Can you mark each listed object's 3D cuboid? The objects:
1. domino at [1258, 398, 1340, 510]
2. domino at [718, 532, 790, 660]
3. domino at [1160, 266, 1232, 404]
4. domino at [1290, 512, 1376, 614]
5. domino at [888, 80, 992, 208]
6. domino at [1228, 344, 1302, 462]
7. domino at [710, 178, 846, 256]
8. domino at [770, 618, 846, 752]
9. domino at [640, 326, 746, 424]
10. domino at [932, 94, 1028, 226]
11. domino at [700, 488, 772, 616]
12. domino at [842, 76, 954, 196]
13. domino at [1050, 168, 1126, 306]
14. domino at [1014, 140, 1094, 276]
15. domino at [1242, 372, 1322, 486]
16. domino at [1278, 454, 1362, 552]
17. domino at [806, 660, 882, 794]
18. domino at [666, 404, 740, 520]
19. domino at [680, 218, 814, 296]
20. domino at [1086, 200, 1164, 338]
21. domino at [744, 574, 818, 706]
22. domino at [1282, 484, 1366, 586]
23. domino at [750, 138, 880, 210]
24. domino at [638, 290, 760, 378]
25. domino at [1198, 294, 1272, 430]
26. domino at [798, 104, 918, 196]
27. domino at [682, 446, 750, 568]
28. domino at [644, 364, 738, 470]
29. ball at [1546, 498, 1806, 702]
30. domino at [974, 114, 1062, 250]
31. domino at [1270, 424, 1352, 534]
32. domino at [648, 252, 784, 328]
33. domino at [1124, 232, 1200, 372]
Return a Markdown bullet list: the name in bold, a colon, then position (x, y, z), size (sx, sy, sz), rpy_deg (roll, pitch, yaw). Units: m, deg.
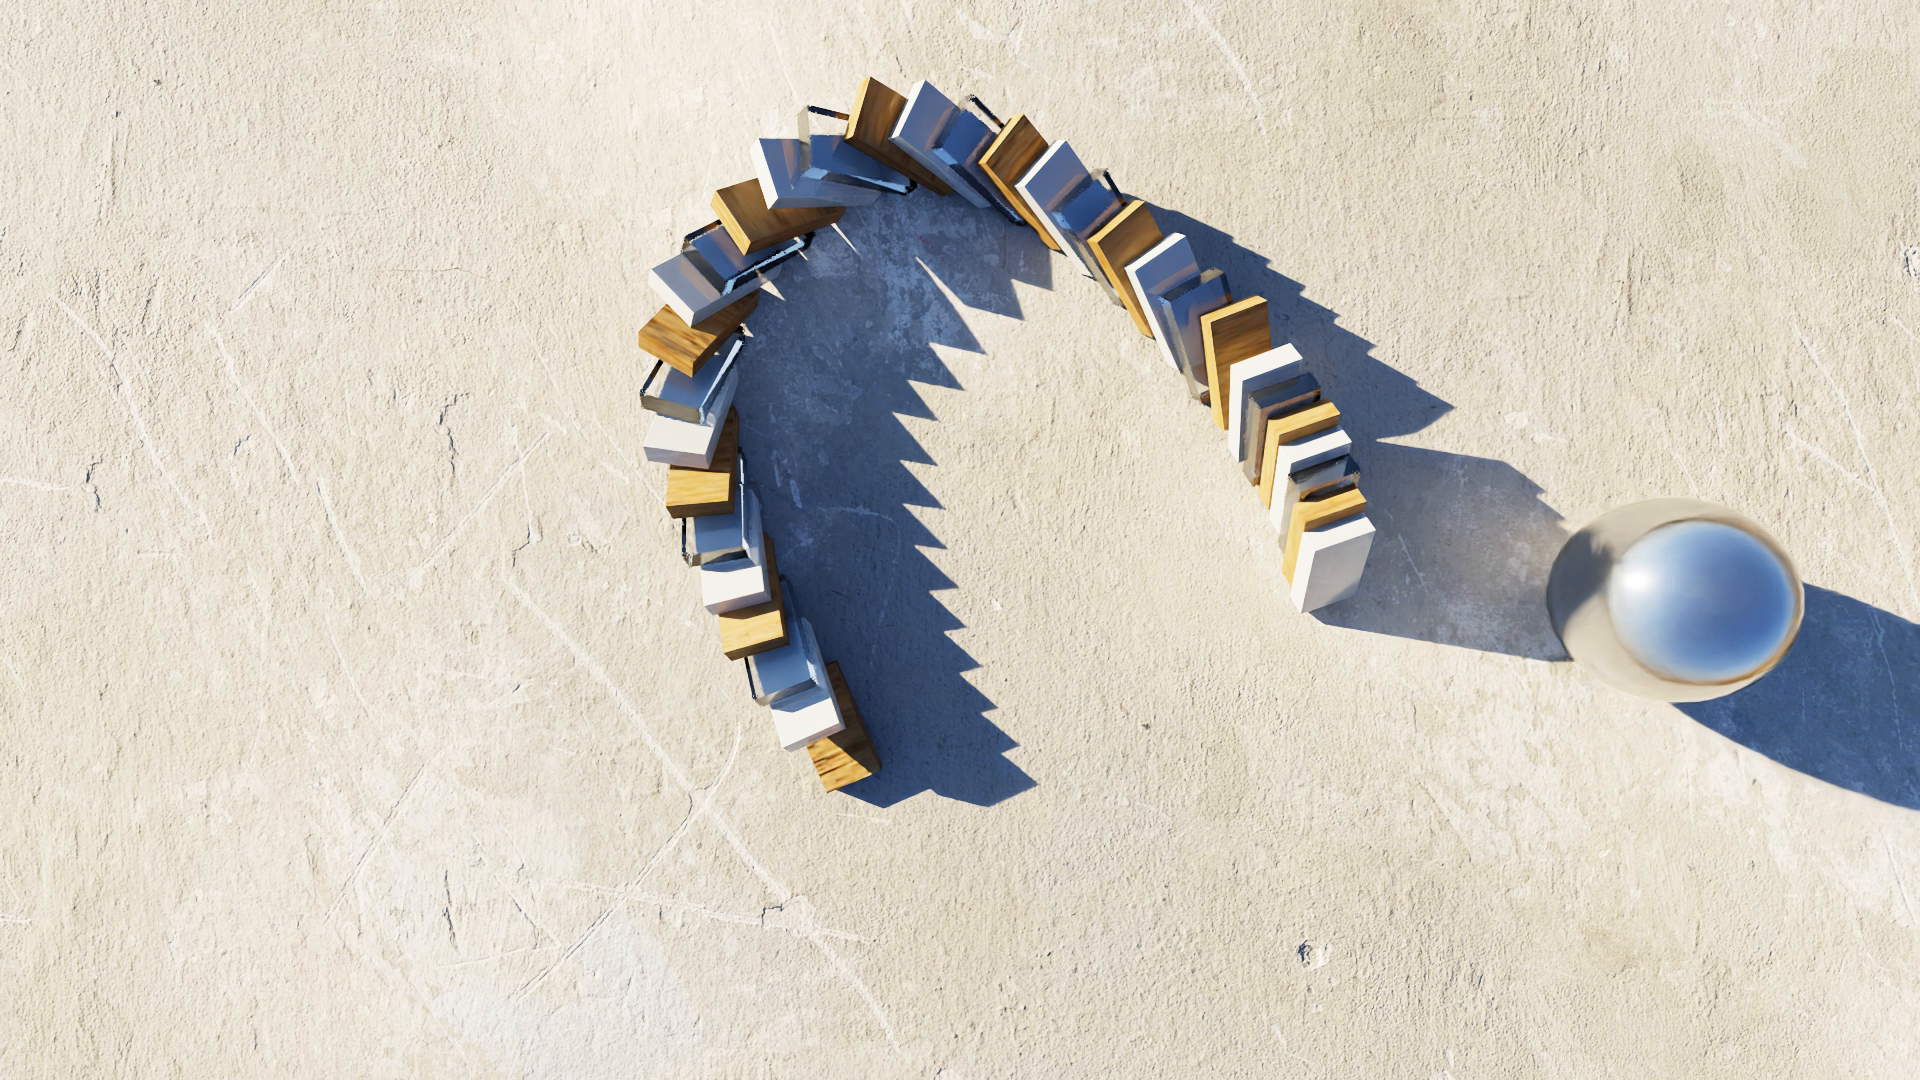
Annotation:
- **domino**: position (0.138, -0.034, 0.377), size (0.025, 0.050, 0.009), rpy_deg (-19, 54, 0)
- **domino**: position (-0.088, 0.023, 0.384), size (0.025, 0.009, 0.050), rpy_deg (-16, 61, 0)
- **domino**: position (0.103, -0.085, 0.382), size (0.025, 0.009, 0.050), rpy_deg (-29, 123, 0)
- **domino**: position (0.152, 0.010, 0.377), size (0.025, 0.050, 0.009), rpy_deg (-19, 54, 0)
- **domino**: position (-0.003, -0.164, 0.382), size (0.050, 0.009, 0.025), rpy_deg (26, 89, -33)
- **domino**: position (0.125, -0.055, 0.377), size (0.025, 0.050, 0.010), rpy_deg (-20, 53, 0)
- **domino**: position (-0.075, -0.139, 0.382), size (0.050, 0.010, 0.025), rpy_deg (-34, 90, -33)
- **domino**: position (-0.068, 0.060, 0.384), size (0.025, 0.009, 0.050), rpy_deg (-24, 63, 0)
- **domino**: position (-0.111, -0.072, 0.382), size (0.025, 0.010, 0.050), rpy_deg (16, 55, 0)
- **domino**: position (0.015, -0.157, 0.382), size (0.050, 0.010, 0.025), rpy_deg (31, 89, -33)
- **domino**: position (-0.095, 0.005, 0.384), size (0.025, 0.010, 0.050), rpy_deg (-14, 61, 0)
- **domino**: position (-0.022, -0.167, 0.382), size (0.050, 0.009, 0.025), rpy_deg (17, 89, -34)
- **domino**: position (0.062, -0.126, 0.383), size (0.025, 0.010, 0.050), rpy_deg (-44, 122, 0)
- **domino**: position (0.048, -0.138, 0.383), size (0.025, 0.009, 0.050), rpy_deg (-48, 123, 0)
- **domino**: position (0.132, -0.044, 0.377), size (0.025, 0.050, 0.010), rpy_deg (-19, 54, 0)
- **domino**: position (0.147, -0.012, 0.377), size (0.025, 0.050, 0.009), rpy_deg (-19, 54, 0)
- **domino**: position (-0.055, 0.080, 0.395), size (0.025, 0.010, 0.050), rpy_deg (-24, 90, 0)
- **domino**: position (-0.107, -0.033, 0.383), size (0.025, 0.010, 0.050), rpy_deg (-5, 58, 0)
- **domino**: position (-0.088, -0.124, 0.382), size (0.025, 0.009, 0.050), rpy_deg (47, 57, 0)
- **domino**: position (0.076, -0.113, 0.383), size (0.025, 0.010, 0.050), rpy_deg (-41, 122, 0)
- **domino**: position (-0.078, 0.042, 0.384), size (0.025, 0.009, 0.050), rpy_deg (-20, 62, 0)
- **domino**: position (0.149, -0.001, 0.377), size (0.025, 0.050, 0.010), rpy_deg (-19, 54, 0)
- **domino**: position (-0.060, -0.153, 0.381), size (0.050, 0.009, 0.025), rpy_deg (-18, 90, -36)
- **domino**: position (-0.108, -0.092, 0.382), size (0.025, 0.010, 0.050), rpy_deg (30, 56, 0)
- **domino**: position (0.116, -0.073, 0.382), size (0.025, 0.009, 0.050), rpy_deg (-22, 123, -5)
- **domino**: position (-0.042, -0.162, 0.382), size (0.050, 0.010, 0.025), rpy_deg (-4, 90, -36)
- **domino**: position (-0.102, -0.014, 0.383), size (0.025, 0.010, 0.050), rpy_deg (-9, 60, 0)
- **domino**: position (-0.111, -0.054, 0.382), size (0.025, 0.009, 0.050), rpy_deg (8, 56, 0)
- **ball**: position (0.278, 0.023, 0.360), size (0.080, 0.080, 0.080), rpy_deg (0, 90, 0)
- **domino**: position (0.032, -0.149, 0.382), size (0.050, 0.009, 0.025), rpy_deg (38, 90, -33)
- **domino**: position (0.143, -0.024, 0.377), size (0.025, 0.050, 0.010), rpy_deg (-19, 54, 0)
- **domino**: position (-0.101, -0.112, 0.382), size (0.025, 0.010, 0.050), rpy_deg (46, 57, 1)
- **domino**: position (0.090, -0.099, 0.383), size (0.025, 0.010, 0.050), rpy_deg (-35, 121, 0)
